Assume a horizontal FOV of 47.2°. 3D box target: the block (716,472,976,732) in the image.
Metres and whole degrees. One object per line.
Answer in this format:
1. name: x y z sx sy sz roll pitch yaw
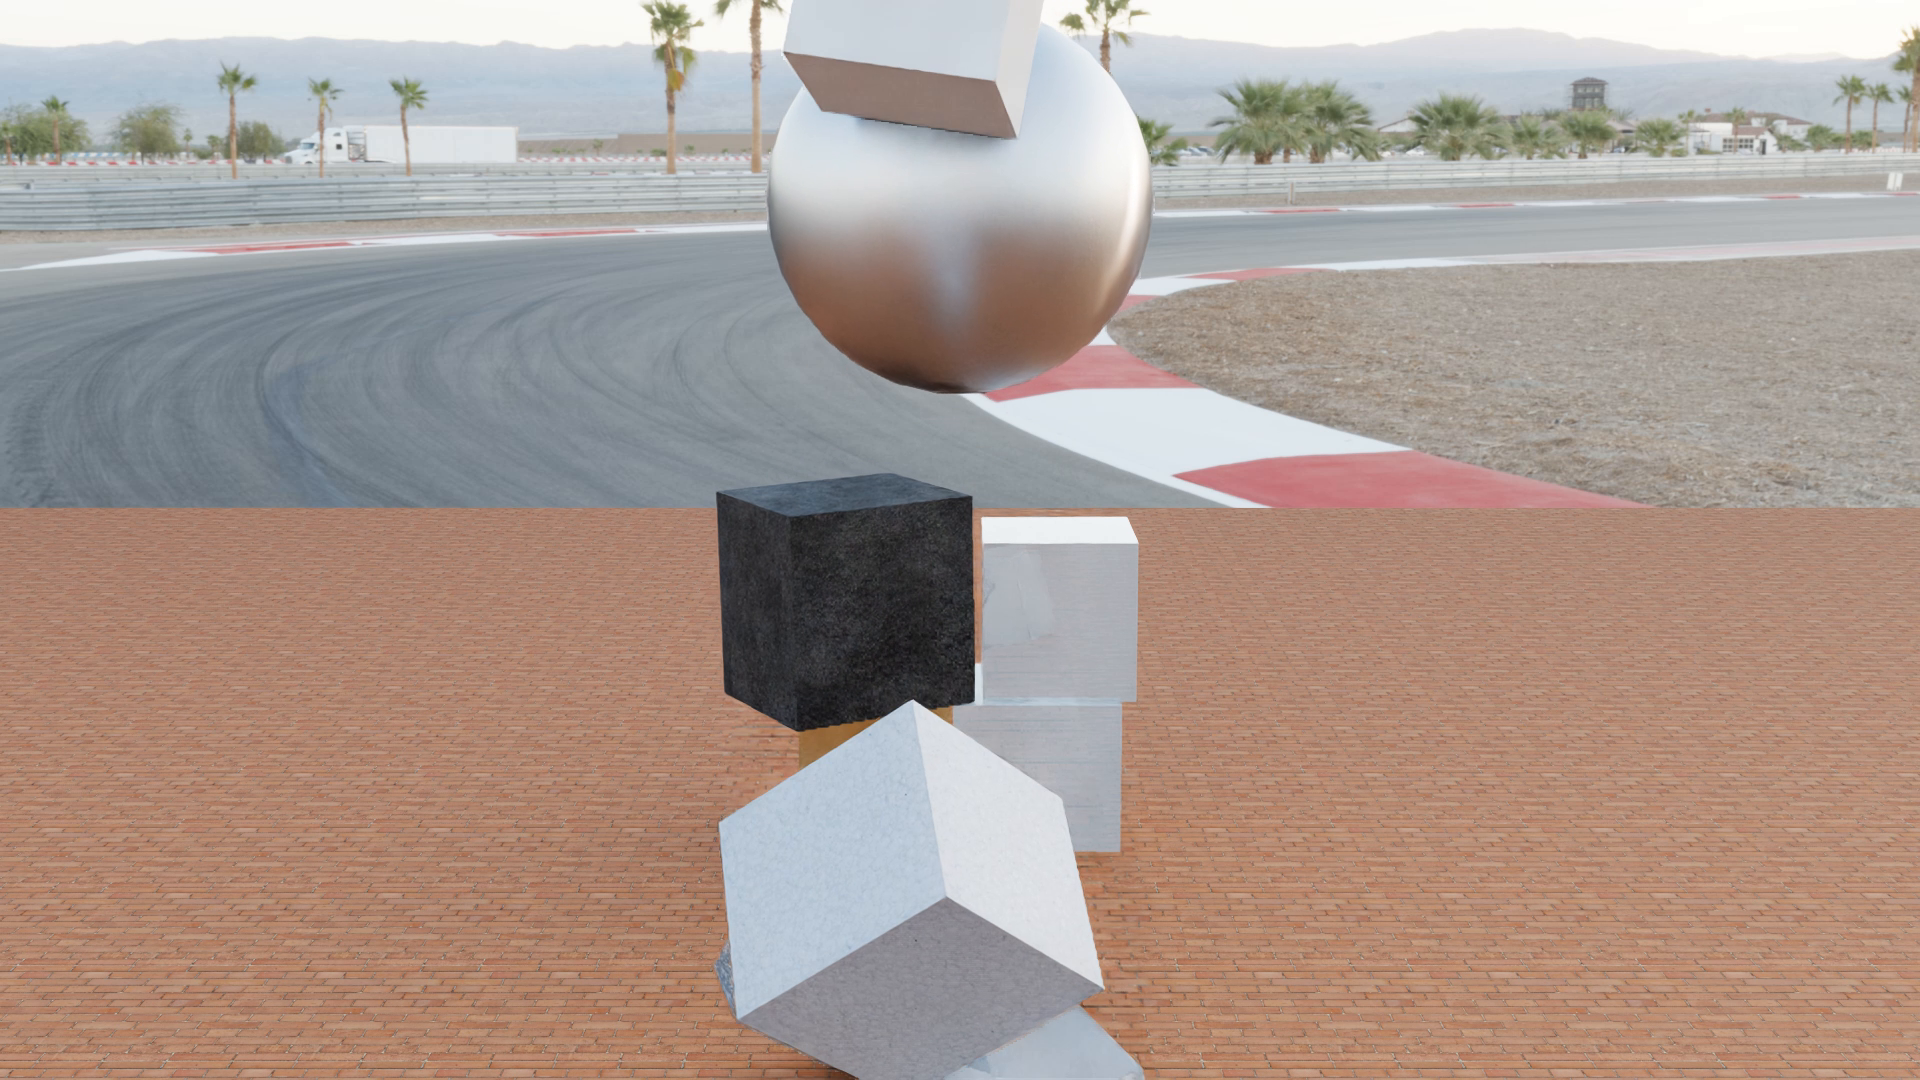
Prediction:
1. block: -0.570 0.281 10.952 0.980 1.038 0.859 -7 13 -29

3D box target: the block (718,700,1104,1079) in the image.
1. block: -0.161 1.115 6.740 0.794 0.713 0.760 -34 -47 22

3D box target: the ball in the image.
1. ball: 0.000 -1.406 9.127 1.600 1.600 1.600 0 10 0

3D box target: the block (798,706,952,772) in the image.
1. block: -0.425 1.116 11.363 0.758 0.739 0.805 0 10 0

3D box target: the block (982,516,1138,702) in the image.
1. block: 0.495 0.342 11.241 0.764 0.801 0.766 0 10 0

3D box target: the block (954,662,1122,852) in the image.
1. block: 0.385 1.107 11.371 0.832 0.753 0.913 0 10 0

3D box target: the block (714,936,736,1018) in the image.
1. block: -0.356 1.490 8.217 0.765 0.805 0.637 29 -1 -14

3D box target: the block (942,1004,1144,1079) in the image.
1. block: 0.250 1.908 6.949 0.602 0.572 0.509 -21 22 -17

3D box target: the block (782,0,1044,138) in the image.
1. block: -0.132 -2.002 8.059 0.770 0.784 0.678 10 -5 9
